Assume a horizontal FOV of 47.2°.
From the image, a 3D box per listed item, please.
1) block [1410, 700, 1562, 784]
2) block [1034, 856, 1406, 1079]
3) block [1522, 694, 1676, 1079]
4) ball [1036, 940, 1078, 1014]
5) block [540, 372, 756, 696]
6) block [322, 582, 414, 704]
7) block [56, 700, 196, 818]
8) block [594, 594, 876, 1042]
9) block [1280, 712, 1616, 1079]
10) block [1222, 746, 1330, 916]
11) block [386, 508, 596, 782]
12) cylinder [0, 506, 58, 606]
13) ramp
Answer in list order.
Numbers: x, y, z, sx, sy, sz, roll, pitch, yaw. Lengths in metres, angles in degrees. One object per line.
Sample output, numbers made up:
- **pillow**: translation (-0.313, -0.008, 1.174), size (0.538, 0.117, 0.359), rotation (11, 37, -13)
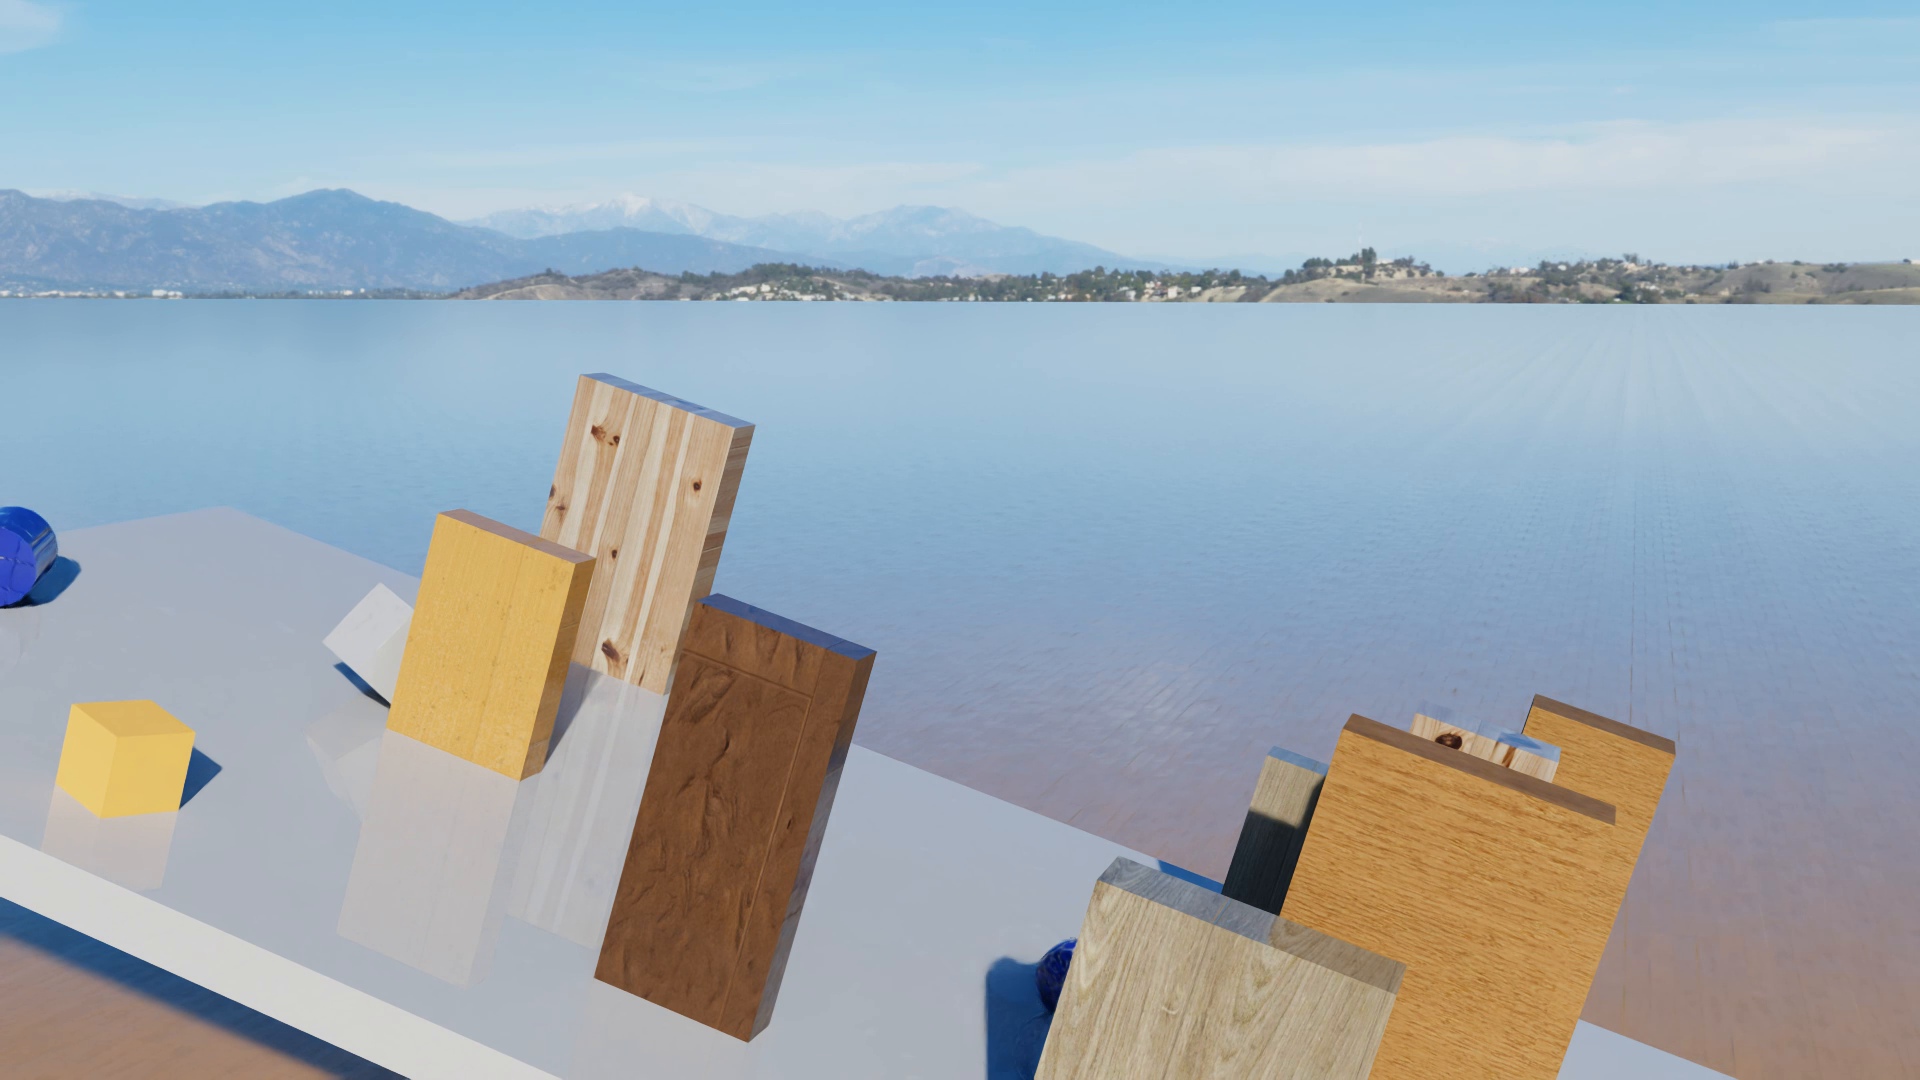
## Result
- **block**: translation (0.773, 0.684, 3.738), size (0.240, 0.780, 0.120), rotation (19, 12, 14)
- **block**: translation (0.339, 0.800, 3.171), size (0.440, 0.547, 0.137), rotation (19, 12, 14)
- **block**: translation (1.154, 0.697, 4.351), size (0.279, 0.722, 0.135), rotation (19, 12, 14)
- **ball**: translation (0.210, 0.801, 4.000), size (0.146, 0.146, 0.146), rotation (0, 7, 0)
- **block**: translation (-0.774, -0.017, 5.208), size (0.407, 0.662, 0.125), rotation (19, 12, 14)
- **block**: translation (-1.174, 0.228, 4.560), size (0.170, 0.170, 0.170), rotation (28, -19, 46)
- **block**: translation (-1.425, 0.372, 3.756), size (0.147, 0.147, 0.147), rotation (24, 14, 35)
- **block**: translation (-0.367, 0.449, 3.559), size (0.285, 0.664, 0.090), rotation (19, 12, 14)
- **block**: translation (0.707, 0.717, 3.515), size (0.431, 0.769, 0.132), rotation (19, 12, 14)
- **block**: translation (0.650, 0.684, 4.267), size (0.261, 0.502, 0.089), rotation (19, 12, 14)
- **block**: translation (-0.942, 0.208, 4.412), size (0.313, 0.461, 0.094), rotation (19, 12, 14)
- **cylinder**: translation (-1.974, 0.032, 4.541), size (0.170, 0.170, 0.170), rotation (-1, 14, -9)
- **ramp**: translation (-0.369, 0.712, 4.234), size (4.000, 0.100, 2.000), rotation (19, 12, 14)
